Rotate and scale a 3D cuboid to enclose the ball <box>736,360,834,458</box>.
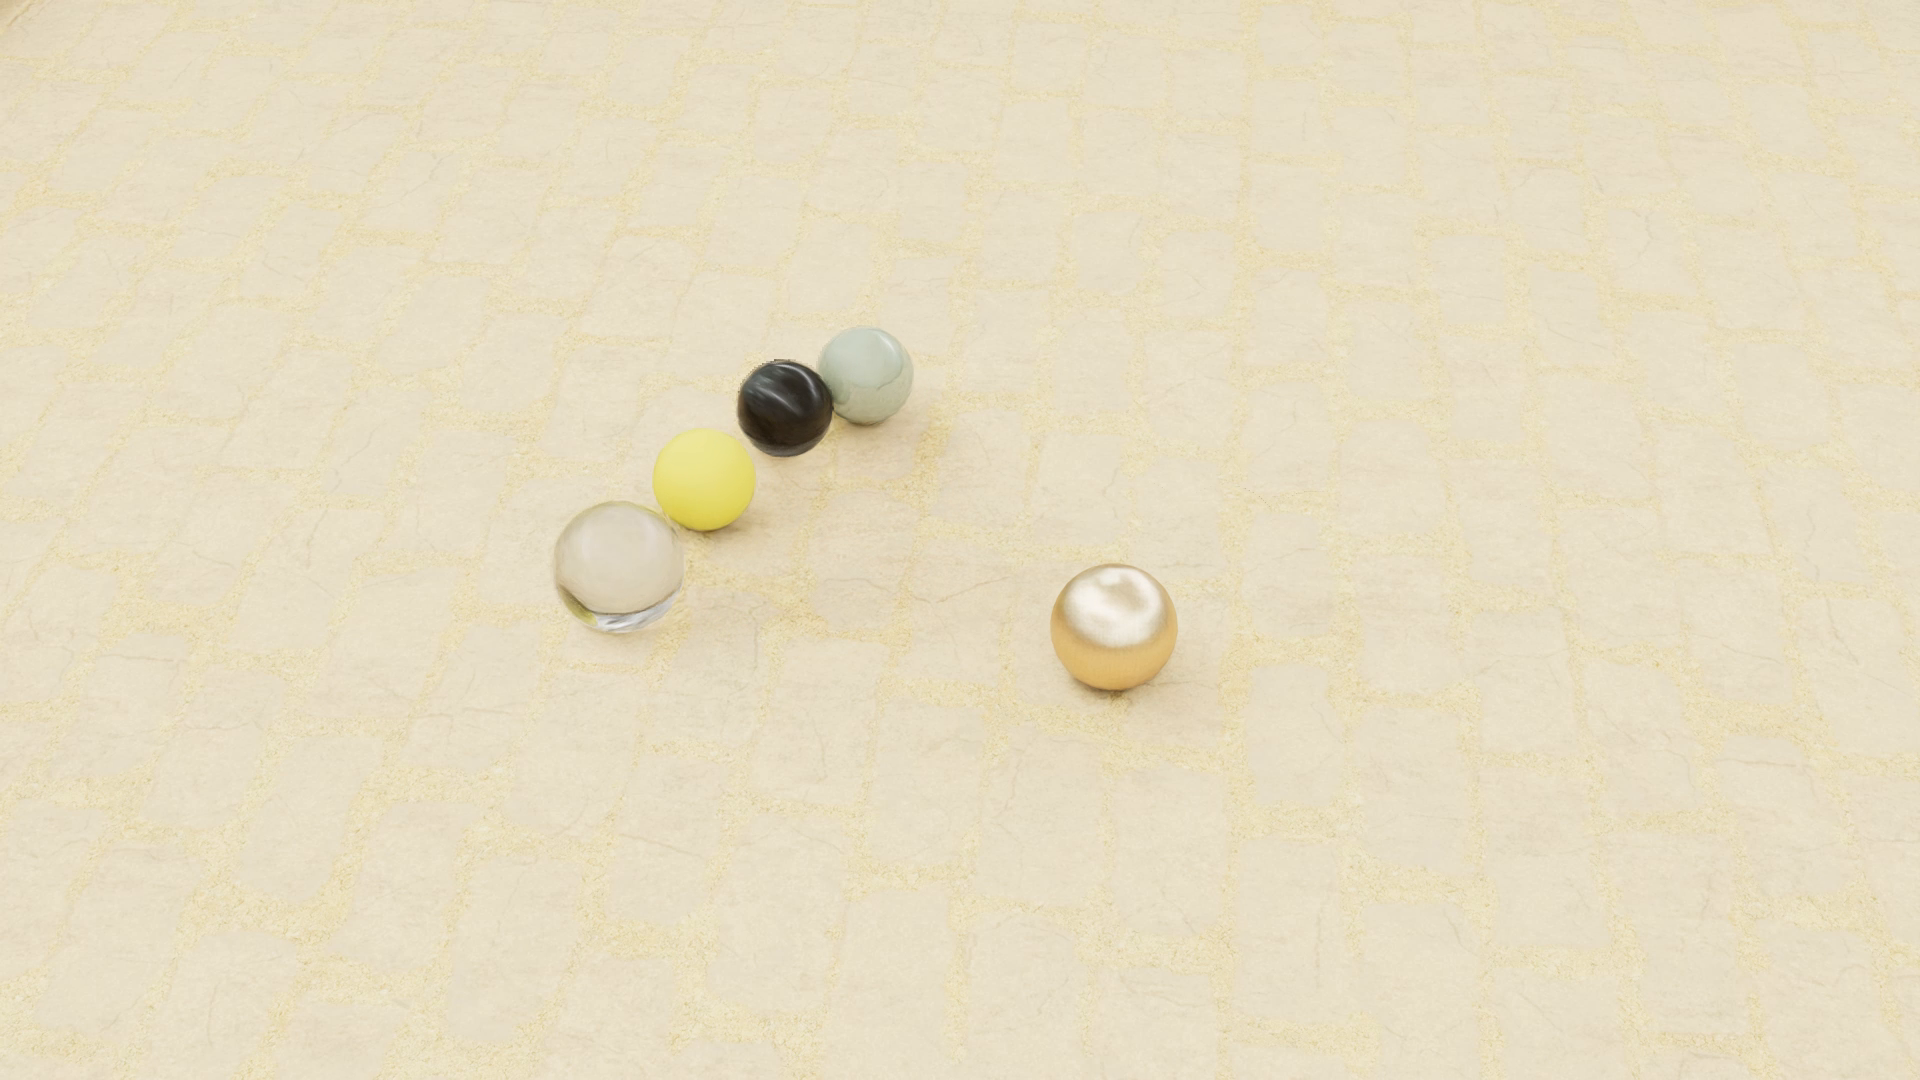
[{"bbox_3d":[-0.122,-0.091,1.788,0.068,0.068,0.068,0,36,0],"label":"ball"}]

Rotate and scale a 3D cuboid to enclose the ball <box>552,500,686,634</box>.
[{"bbox_3d":[-0.216,0.017,1.625,0.084,0.084,0.084,0,36,0],"label":"ball"}]

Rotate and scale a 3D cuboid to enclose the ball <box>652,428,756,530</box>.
[{"bbox_3d":[-0.171,-0.041,1.717,0.069,0.069,0.069,0,36,0],"label":"ball"}]

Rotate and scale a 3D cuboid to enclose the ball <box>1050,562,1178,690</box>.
[{"bbox_3d":[0.095,0.053,1.579,0.079,0.079,0.079,0,36,0],"label":"ball"}]

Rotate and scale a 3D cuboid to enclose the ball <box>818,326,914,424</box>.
[{"bbox_3d":[-0.067,-0.117,1.823,0.069,0.069,0.069,0,36,0],"label":"ball"}]
